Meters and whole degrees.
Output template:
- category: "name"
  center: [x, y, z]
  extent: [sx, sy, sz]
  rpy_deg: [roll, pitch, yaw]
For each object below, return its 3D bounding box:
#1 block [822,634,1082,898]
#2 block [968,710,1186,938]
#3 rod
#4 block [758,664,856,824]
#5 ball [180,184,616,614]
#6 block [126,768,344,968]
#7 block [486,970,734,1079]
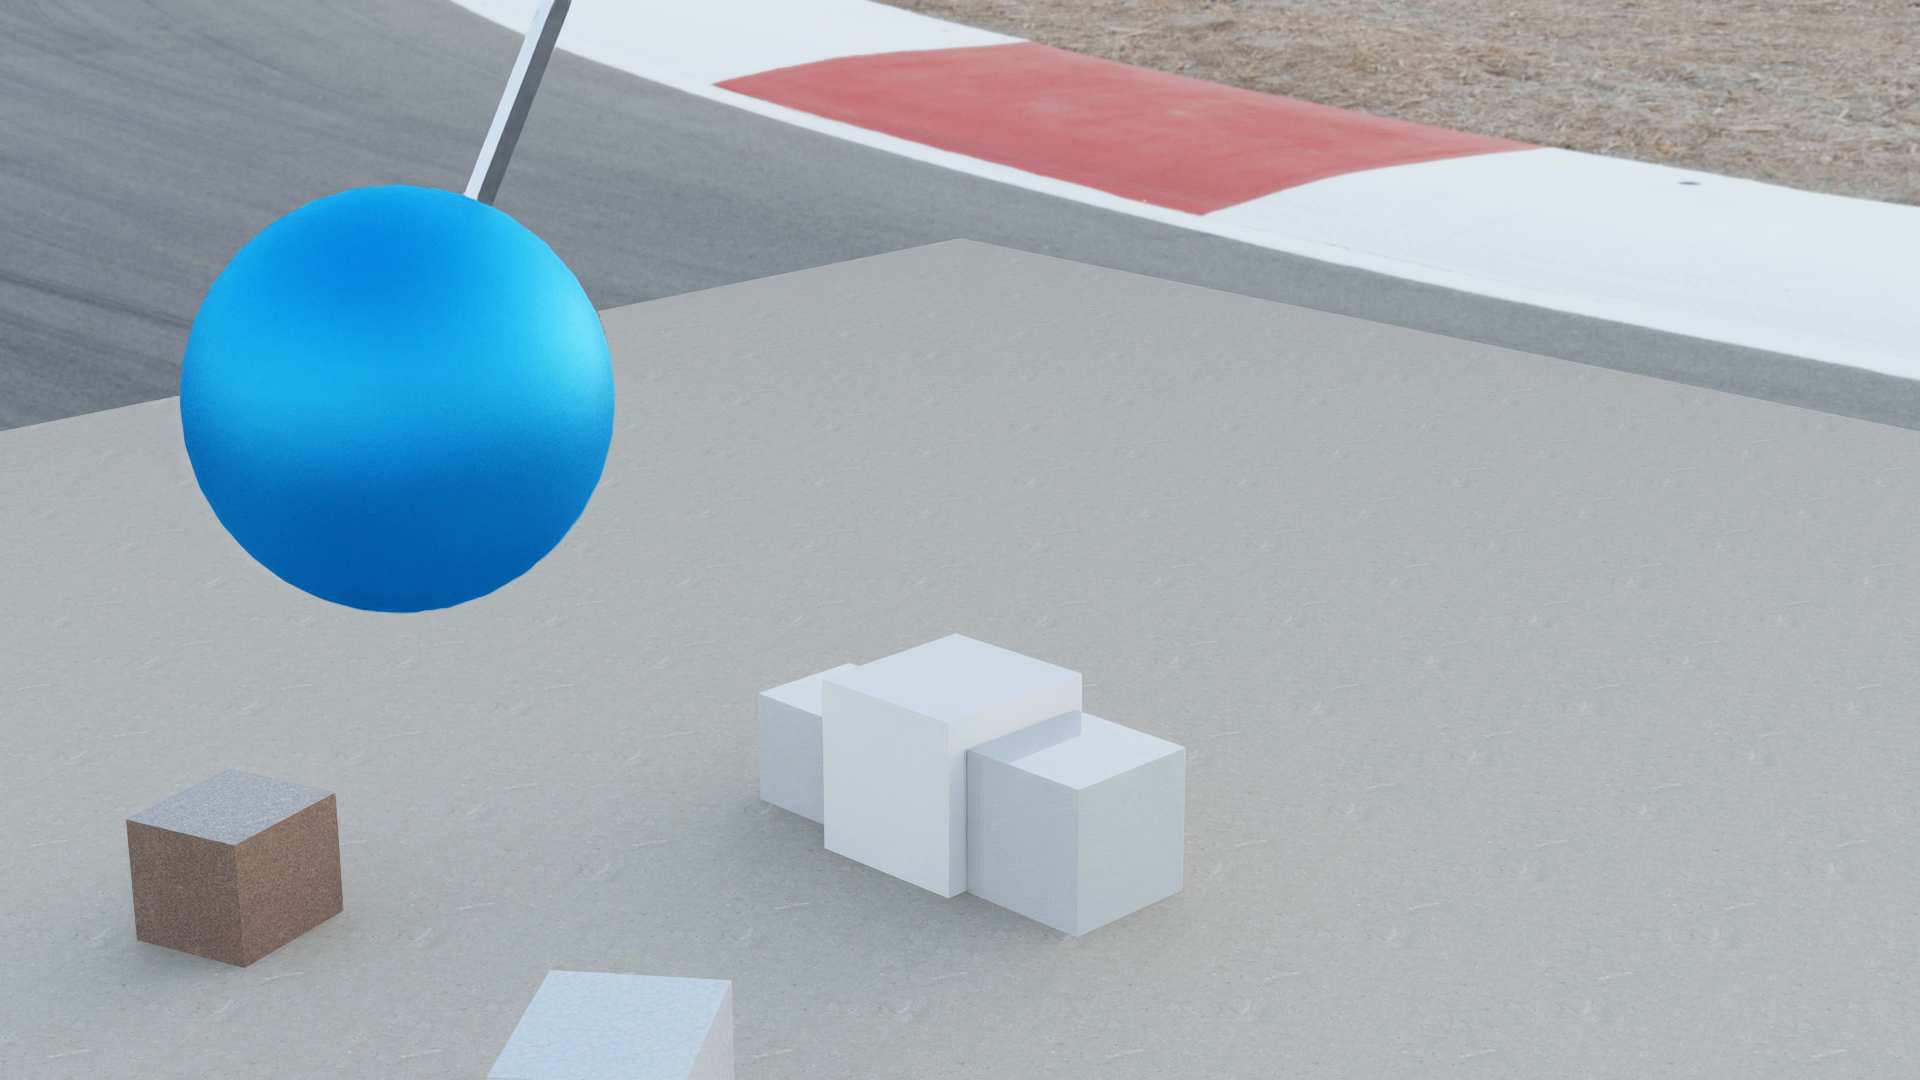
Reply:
- category: "block"
  center: [-0.035, 1.032, 13.654]
  extent: [0.814, 0.844, 0.883]
  rpy_deg: [16, 24, 42]
- category: "block"
  center: [0.521, 1.260, 13.180]
  extent: [0.705, 0.693, 0.676]
  rpy_deg: [-17, 24, -42]
- category: "rod"
  center: [-0.908, -3.702, 11.226]
  extent: [0.080, 5.200, 0.080]
  rpy_deg: [17, -6, 42]
- category: "block"
  center: [-0.531, 1.007, 14.222]
  extent: [0.655, 0.550, 0.601]
  rpy_deg: [17, 24, 42]
- category: "ball"
  center: [-2.095, -0.526, 10.980]
  extent: [1.600, 1.600, 1.600]
  rpy_deg: [0, 17, 0]
- category: "block"
  center: [-3.170, 1.428, 12.852]
  extent: [0.603, 0.568, 0.660]
  rpy_deg: [9, 20, 26]
- category: "block"
  center: [-1.235, 2.075, 10.552]
  extent: [0.685, 0.714, 0.840]
  rpy_deg: [2, 18, 7]
